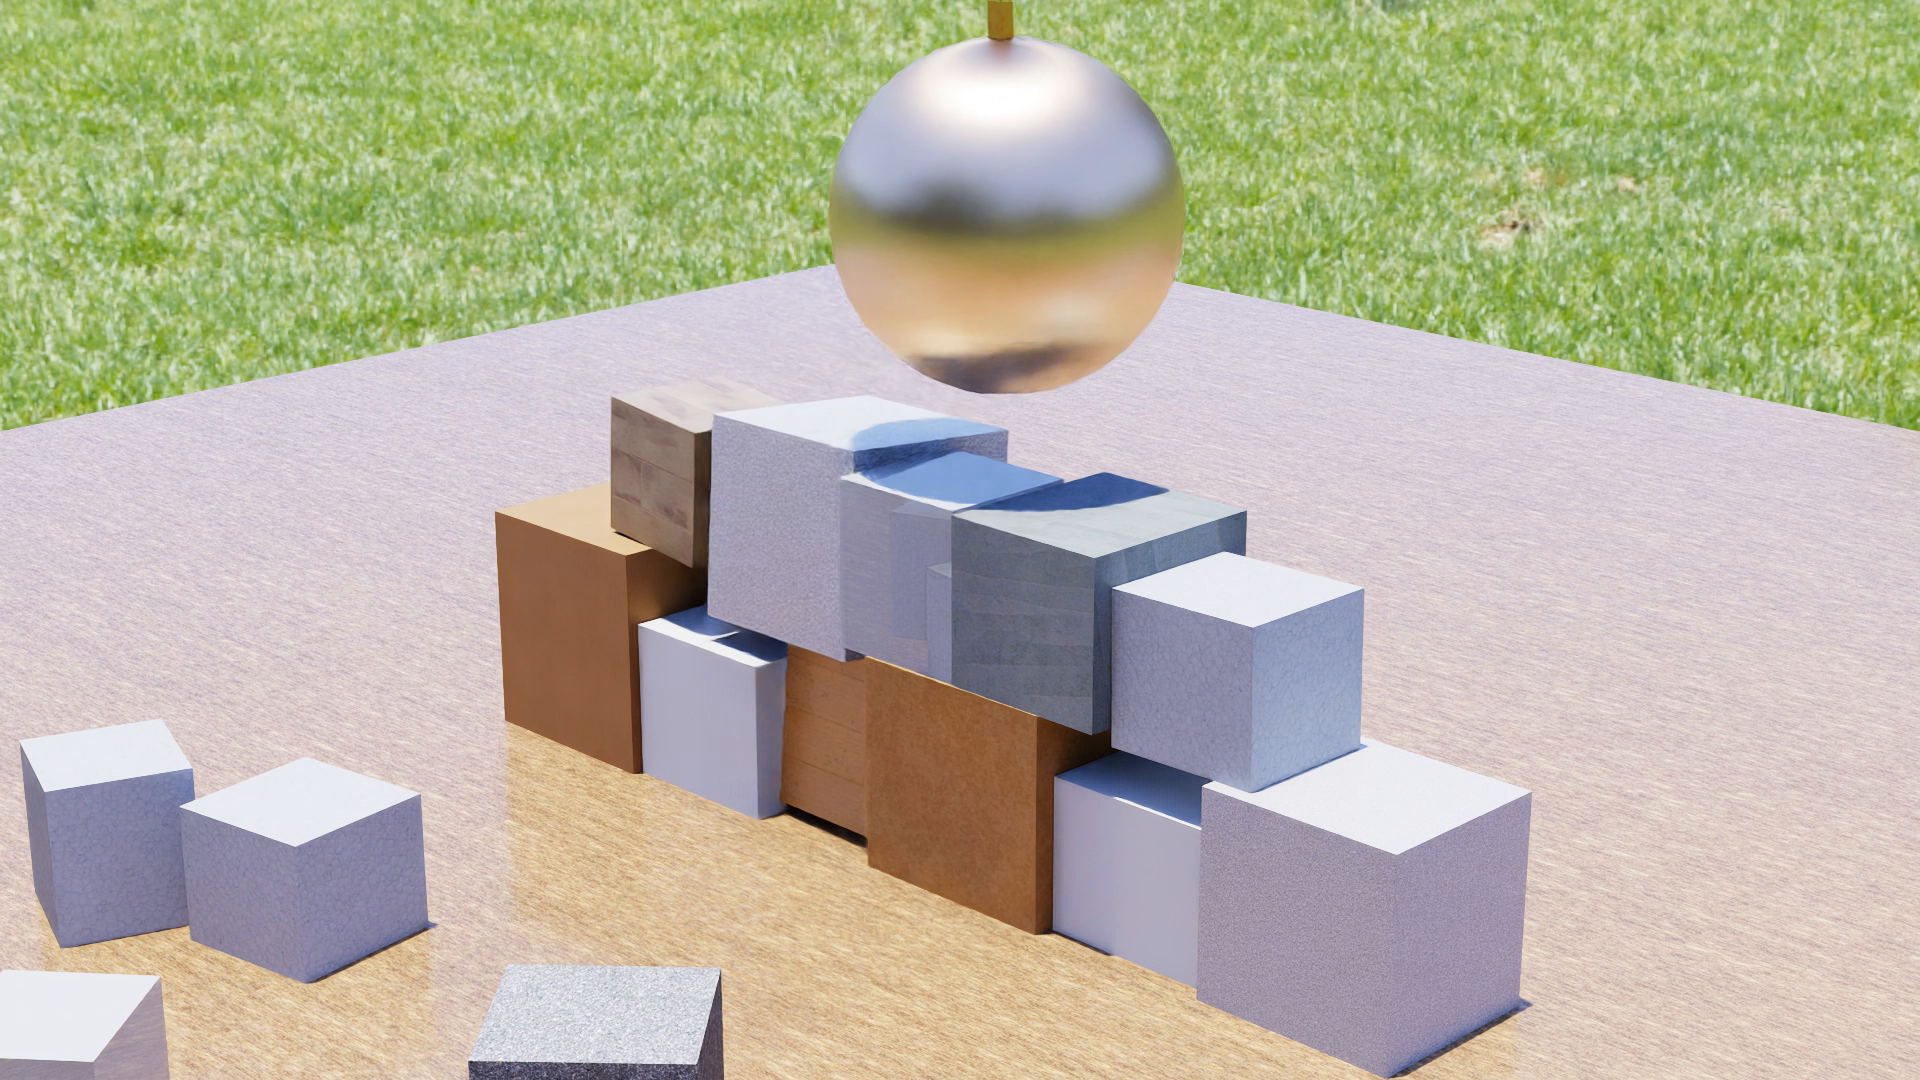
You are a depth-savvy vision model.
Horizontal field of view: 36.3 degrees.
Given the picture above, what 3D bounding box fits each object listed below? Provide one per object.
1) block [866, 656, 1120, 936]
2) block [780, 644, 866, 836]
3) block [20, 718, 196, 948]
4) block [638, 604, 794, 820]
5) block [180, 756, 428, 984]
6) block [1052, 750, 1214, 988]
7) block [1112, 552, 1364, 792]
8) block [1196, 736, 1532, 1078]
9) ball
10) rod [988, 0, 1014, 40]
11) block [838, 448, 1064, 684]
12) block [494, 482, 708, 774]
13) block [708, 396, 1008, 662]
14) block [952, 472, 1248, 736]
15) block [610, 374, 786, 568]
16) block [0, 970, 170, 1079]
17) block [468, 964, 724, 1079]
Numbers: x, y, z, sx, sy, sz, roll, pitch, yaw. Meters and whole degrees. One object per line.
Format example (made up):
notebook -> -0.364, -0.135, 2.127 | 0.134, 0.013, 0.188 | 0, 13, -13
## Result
block -> 0.287, 1.028, 13.361 | 0.954, 1.027, 1.071 | -17, 24, -42
block -> -0.325, 0.879, 14.031 | 0.723, 0.850, 0.738 | -10, 20, -44
block -> -3.764, 1.291, 13.015 | 0.625, 0.732, 0.668 | -8, 19, -25
block -> -0.932, 0.777, 14.569 | 0.973, 0.781, 0.873 | -17, 24, -42
block -> -2.850, 1.423, 12.766 | 0.734, 0.629, 0.715 | 12, 21, 34
block -> 0.993, 1.380, 12.746 | 0.771, 0.725, 0.887 | -17, 24, -42
block -> 1.158, 0.536, 12.270 | 0.715, 0.706, 0.765 | -16, 23, -42
block -> 1.654, 1.470, 12.067 | 0.907, 0.961, 0.983 | -17, 24, -42
ball -> 0.209, -1.447, 13.106 | 1.600, 1.600, 1.600 | 0, 17, 0
rod -> 0.090, -4.651, 11.975 | 0.080, 5.200, 0.080 | 17, 27, 42
block -> -0.040, 0.105, 13.249 | 0.703, 0.801, 0.724 | -17, 24, -42
block -> -1.632, 0.398, 15.166 | 1.054, 1.147, 1.064 | -17, 24, -42
block -> -0.495, -0.079, 14.020 | 0.980, 0.988, 1.011 | -10, 18, -43
block -> 0.605, 0.255, 12.804 | 0.971, 0.782, 0.844 | -16, 24, -42
block -> -1.254, -0.348, 14.487 | 0.659, 0.687, 0.701 | -14, 26, -39
block -> -3.279, 2.046, 10.635 | 0.599, 0.719, 0.677 | 1, 18, 5
block -> -1.278, 2.051, 10.495 | 0.785, 0.794, 0.754 | 1, 17, 2
